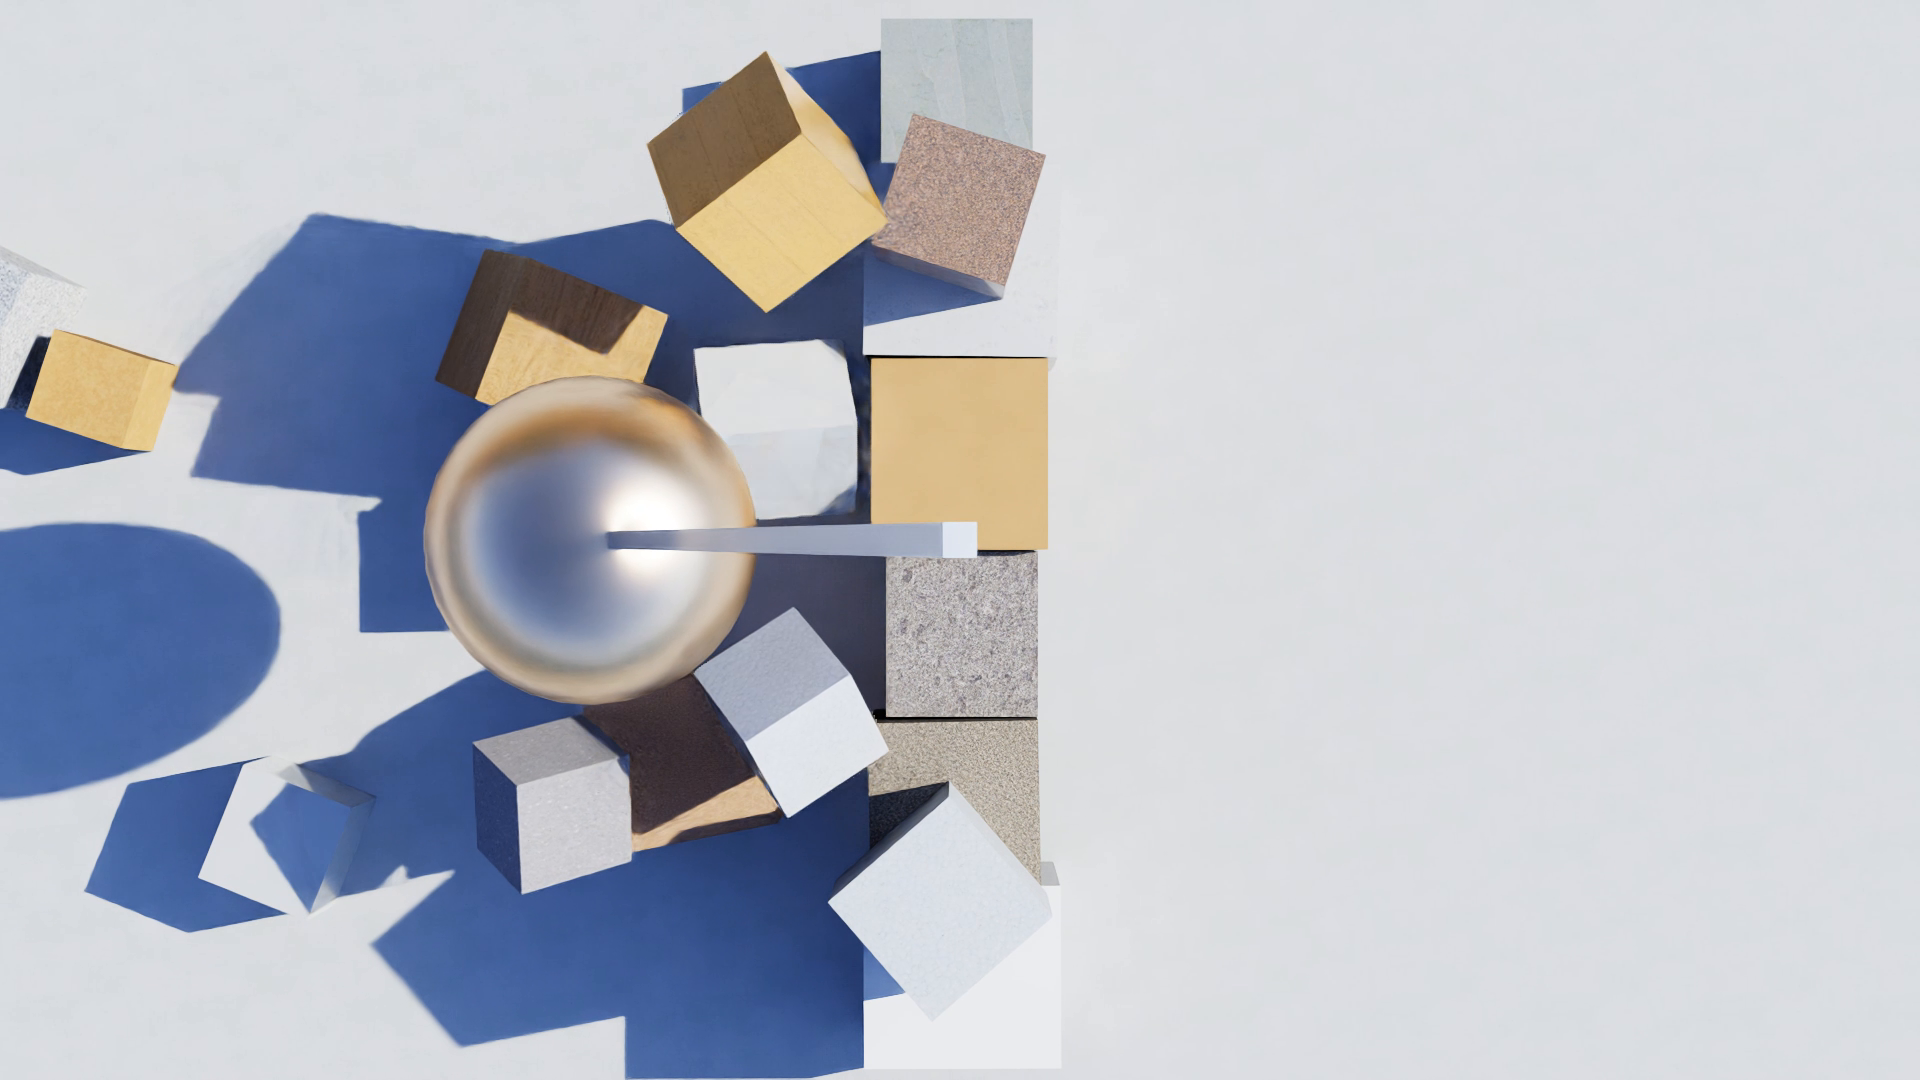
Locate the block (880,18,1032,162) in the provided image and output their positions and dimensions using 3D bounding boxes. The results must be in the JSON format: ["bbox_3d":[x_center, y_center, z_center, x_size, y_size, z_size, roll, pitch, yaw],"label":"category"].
[{"bbox_3d":[-0.017,-2.482,12.620,0.846,0.761,0.841,0,90,0],"label":"block"}]

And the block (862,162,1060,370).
[{"bbox_3d":[0.010,-1.531,12.504,1.067,0.993,1.050,1,90,0],"label":"block"}]

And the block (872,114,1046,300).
[{"bbox_3d":[-0.005,-1.760,11.689,0.724,0.637,0.712,17,90,0],"label":"block"}]

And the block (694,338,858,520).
[{"bbox_3d":[-1.019,-0.604,12.158,0.818,0.684,0.679,-5,49,-8],"label":"block"}]

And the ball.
[{"bbox_3d":[-1.781,0.000,10.659,1.600,1.600,1.600,0,90,0],"label":"ball"}]

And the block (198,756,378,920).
[{"bbox_3d":[-3.878,1.714,12.727,0.662,0.547,0.689,22,90,0],"label":"block"}]

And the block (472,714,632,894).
[{"bbox_3d":[-2.195,1.413,11.852,0.647,0.556,0.652,-13,117,-33],"label":"block"}]

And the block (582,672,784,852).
[{"bbox_3d":[-1.548,1.222,12.574,0.935,0.851,0.885,-11,90,0],"label":"block"}]

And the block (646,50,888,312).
[{"bbox_3d":[-0.995,-1.839,11.324,0.800,0.766,0.745,-35,47,13],"label":"block"}]

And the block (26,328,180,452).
[{"bbox_3d":[-4.967,-0.863,12.762,0.576,0.476,0.528,18,90,0],"label":"block"}]

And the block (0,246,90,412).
[{"bbox_3d":[-5.734,-1.325,12.574,0.925,0.853,0.805,27,90,0],"label":"block"}]

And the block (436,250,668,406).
[{"bbox_3d":[-2.311,-1.078,12.376,0.838,0.970,0.809,21,90,-28],"label":"block"}]

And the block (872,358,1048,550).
[{"bbox_3d":[-0.001,-0.470,12.505,0.966,0.990,1.044,0,90,0],"label":"block"}]

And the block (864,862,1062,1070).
[{"bbox_3d":[0.013,2.404,12.540,1.083,0.921,1.003,0,90,0],"label":"block"}]

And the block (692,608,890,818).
[{"bbox_3d":[-0.901,0.915,11.722,0.645,0.691,0.624,-33,131,-11],"label":"block"}]

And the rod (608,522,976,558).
[{"bbox_3d":[-0.772,0.000,7.412,0.080,5.200,0.080,0,90,-17],"label":"rod"}]

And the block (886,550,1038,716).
[{"bbox_3d":[0.012,0.519,12.567,0.837,0.867,0.913,0,90,0],"label":"block"}]

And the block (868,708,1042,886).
[{"bbox_3d":[-0.031,1.443,12.487,0.930,1.026,0.904,-1,90,0],"label":"block"}]

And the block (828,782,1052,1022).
[{"bbox_3d":[-0.100,1.885,11.596,0.819,0.756,0.810,-41,90,0],"label":"block"}]
